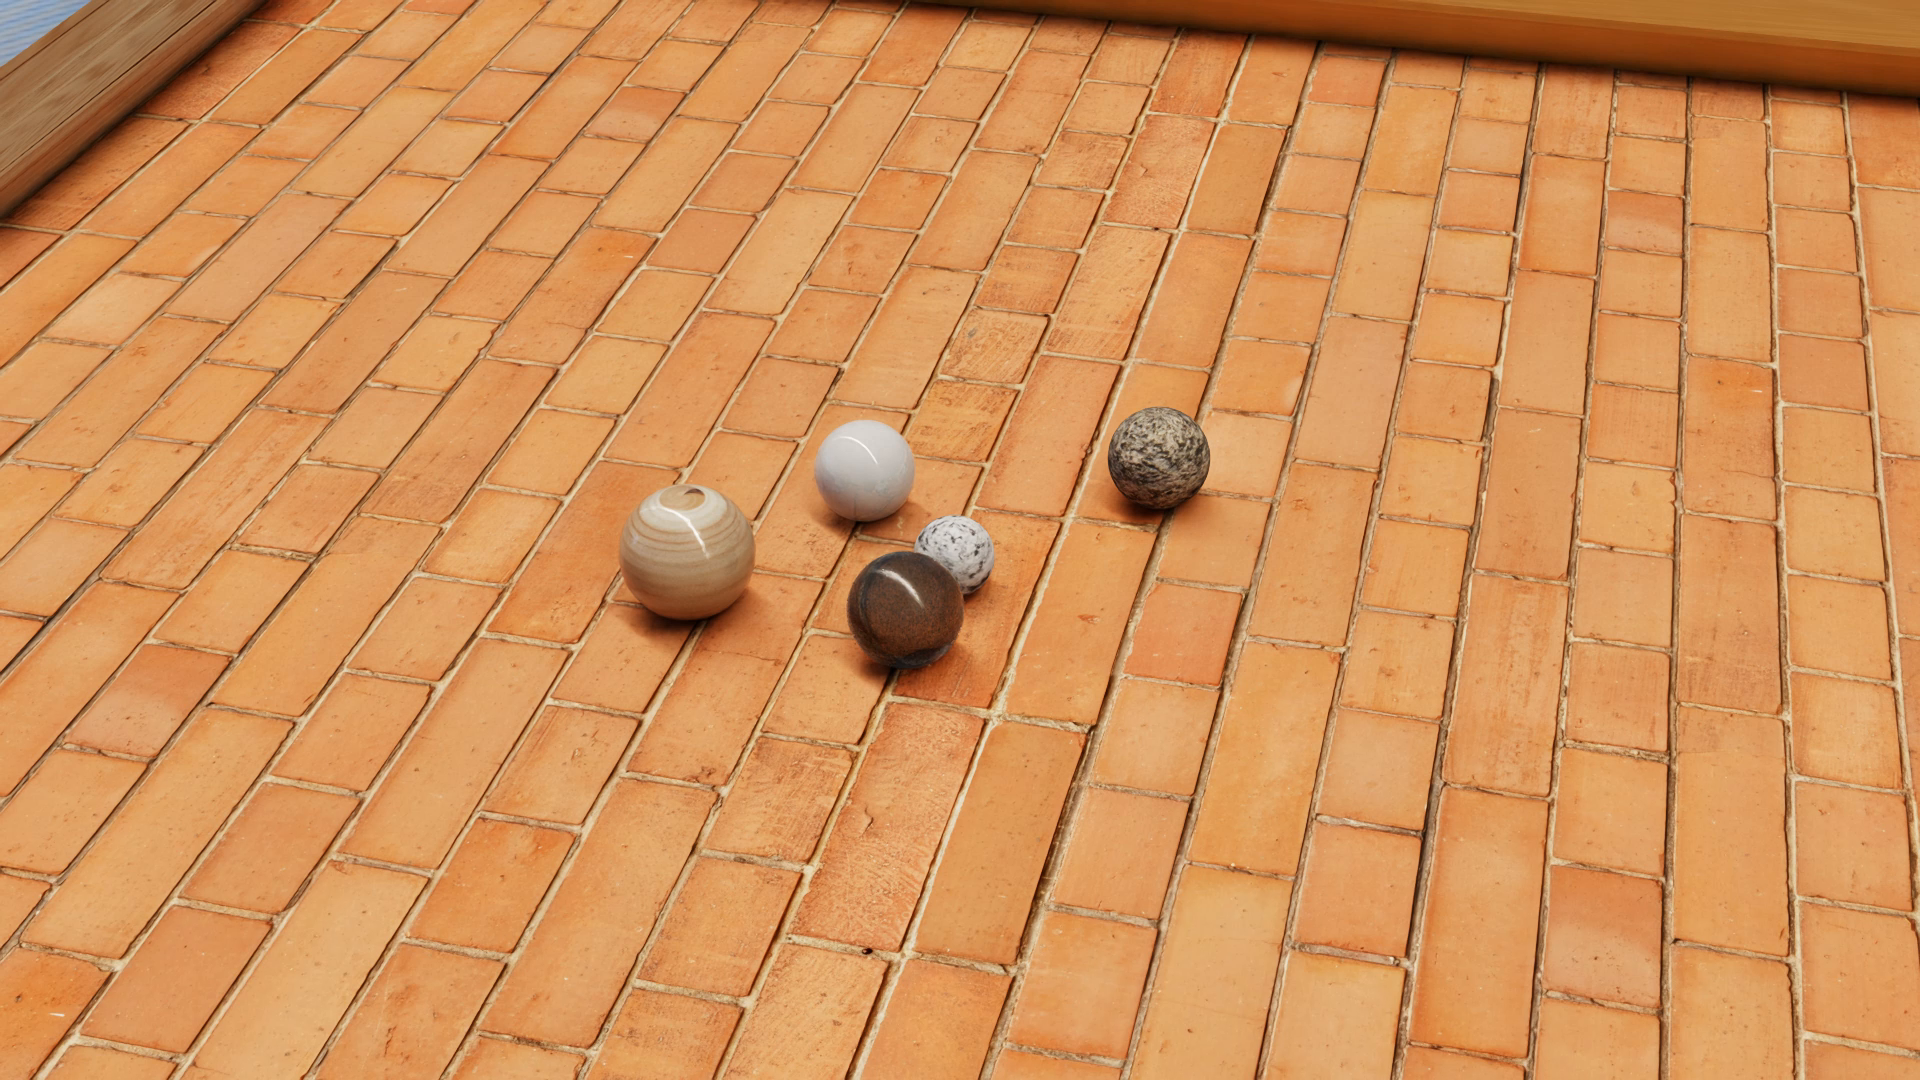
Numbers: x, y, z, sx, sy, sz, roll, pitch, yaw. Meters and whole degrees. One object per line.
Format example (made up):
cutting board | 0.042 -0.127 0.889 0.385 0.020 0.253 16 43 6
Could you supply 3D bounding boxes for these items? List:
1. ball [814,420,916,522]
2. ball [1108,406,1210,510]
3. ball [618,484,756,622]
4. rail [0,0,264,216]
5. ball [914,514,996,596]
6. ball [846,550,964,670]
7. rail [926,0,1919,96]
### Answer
ball | -0.073 -0.053 1.974 0.079 0.079 0.079 0 34 0
ball | 0.154 -0.063 1.988 0.080 0.080 0.080 0 34 0
ball | -0.198 0.009 1.863 0.100 0.100 0.100 0 34 0
rail | -0.967 -0.155 2.077 0.045 0.130 2.164 8 35 11
ball | -0.004 0.012 1.894 0.061 0.061 0.061 0 34 0
ball | -0.039 0.050 1.817 0.084 0.084 0.084 0 34 0
rail | 1.244 -0.461 2.527 4.079 0.130 0.045 8 35 11
